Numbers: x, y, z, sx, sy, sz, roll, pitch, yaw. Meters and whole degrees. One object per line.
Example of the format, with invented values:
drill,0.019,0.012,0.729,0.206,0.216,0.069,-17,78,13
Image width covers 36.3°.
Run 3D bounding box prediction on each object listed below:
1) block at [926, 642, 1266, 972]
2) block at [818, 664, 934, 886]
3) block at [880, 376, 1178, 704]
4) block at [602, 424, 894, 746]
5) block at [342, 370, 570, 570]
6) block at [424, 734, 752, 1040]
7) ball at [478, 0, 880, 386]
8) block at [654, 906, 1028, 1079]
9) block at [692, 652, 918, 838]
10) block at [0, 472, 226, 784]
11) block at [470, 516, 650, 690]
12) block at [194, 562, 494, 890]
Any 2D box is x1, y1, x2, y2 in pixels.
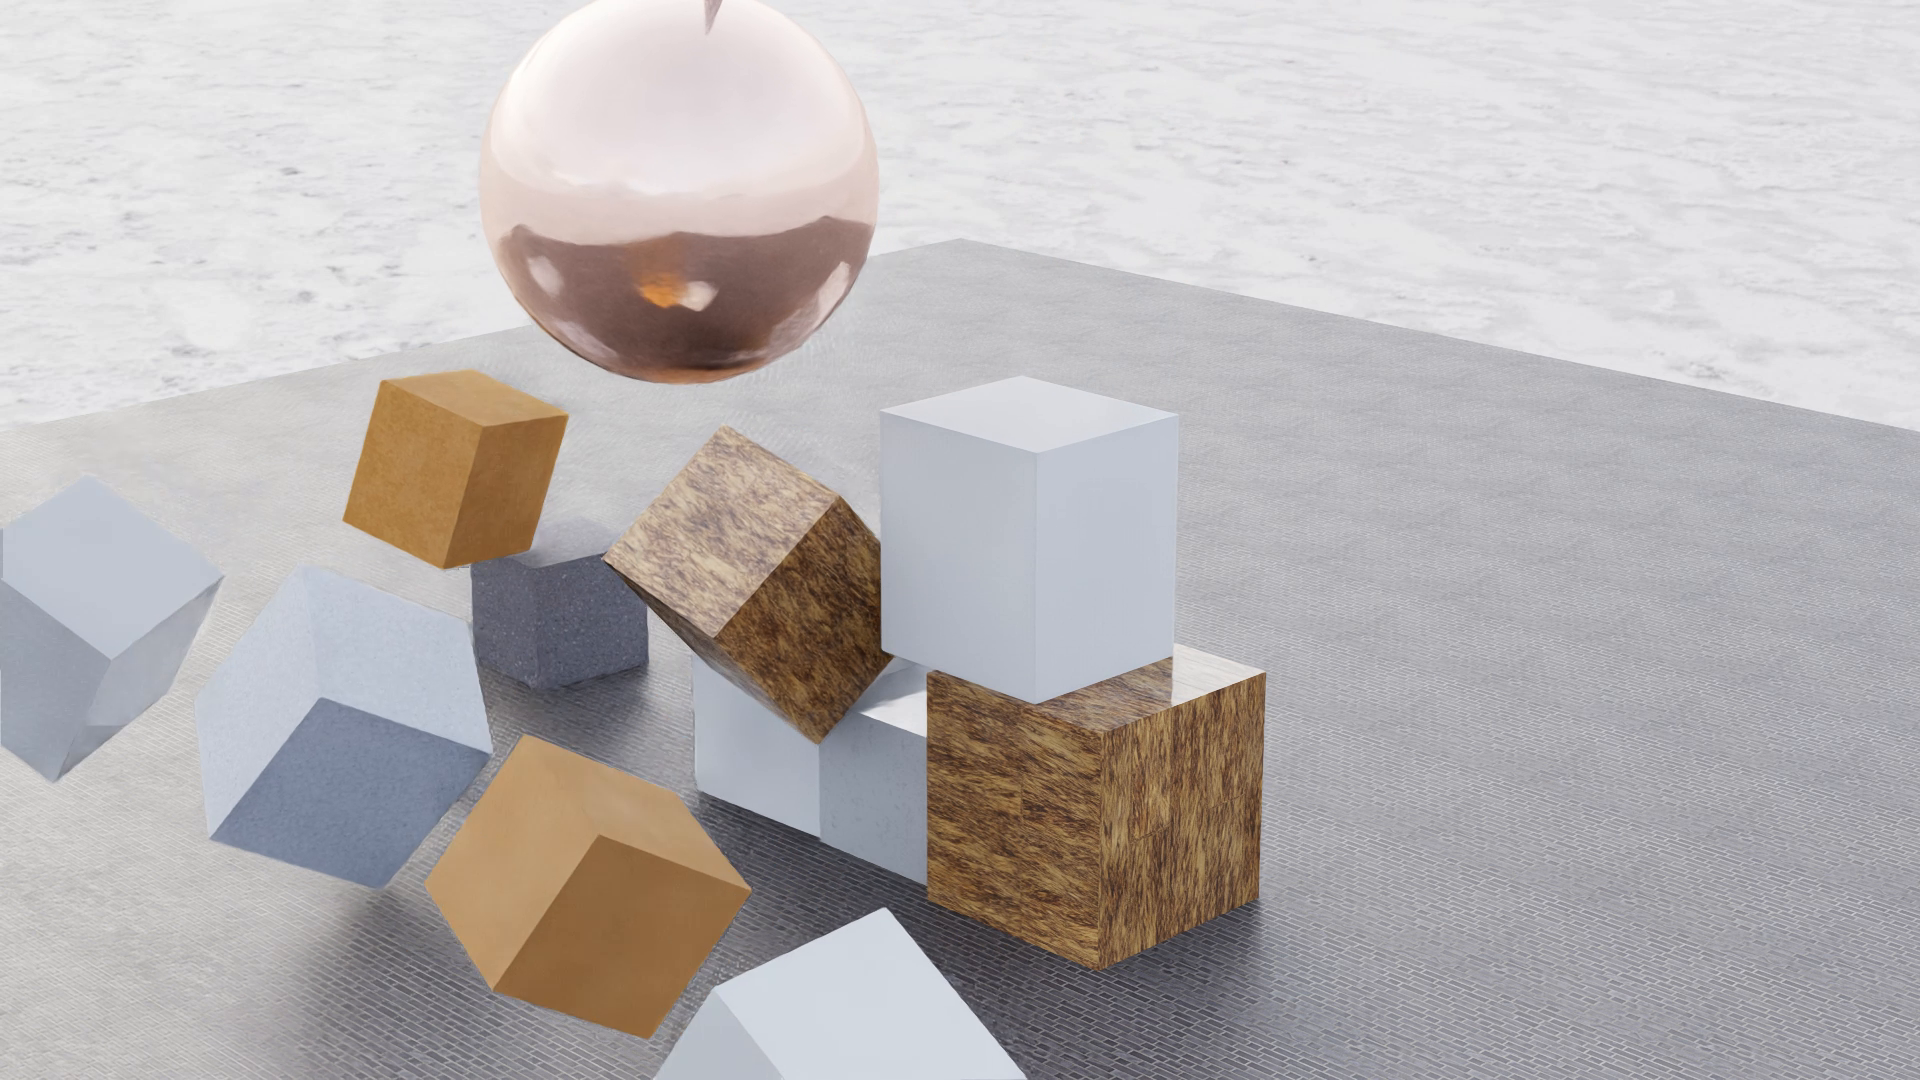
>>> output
block,0.600,1.098,13.043,1.074,1.084,1.037,-17,24,-42
block,-0.065,1.072,13.727,0.861,0.724,0.819,-17,24,-42
block,0.300,-0.025,12.954,0.884,1.113,0.962,-16,24,-42
block,-0.865,0.197,13.358,0.835,0.904,0.929,-49,44,-10
block,-2.654,-0.386,15.482,0.655,0.797,0.827,24,16,20
block,-1.305,1.215,10.254,0.714,0.658,0.648,27,11,-41
ball,-1.119,-1.418,11.723,1.600,1.600,1.600,0,17,0
block,-0.438,1.966,10.217,0.865,0.756,0.873,-19,60,-47
block,-0.688,0.799,14.308,0.881,0.896,0.848,16,23,41
block,-3.608,0.350,11.906,0.709,0.734,0.798,36,33,3
block,-2.204,0.336,16.125,0.702,0.690,0.681,-14,22,-37
block,-2.775,0.841,13.157,0.871,0.942,0.870,23,30,-35
